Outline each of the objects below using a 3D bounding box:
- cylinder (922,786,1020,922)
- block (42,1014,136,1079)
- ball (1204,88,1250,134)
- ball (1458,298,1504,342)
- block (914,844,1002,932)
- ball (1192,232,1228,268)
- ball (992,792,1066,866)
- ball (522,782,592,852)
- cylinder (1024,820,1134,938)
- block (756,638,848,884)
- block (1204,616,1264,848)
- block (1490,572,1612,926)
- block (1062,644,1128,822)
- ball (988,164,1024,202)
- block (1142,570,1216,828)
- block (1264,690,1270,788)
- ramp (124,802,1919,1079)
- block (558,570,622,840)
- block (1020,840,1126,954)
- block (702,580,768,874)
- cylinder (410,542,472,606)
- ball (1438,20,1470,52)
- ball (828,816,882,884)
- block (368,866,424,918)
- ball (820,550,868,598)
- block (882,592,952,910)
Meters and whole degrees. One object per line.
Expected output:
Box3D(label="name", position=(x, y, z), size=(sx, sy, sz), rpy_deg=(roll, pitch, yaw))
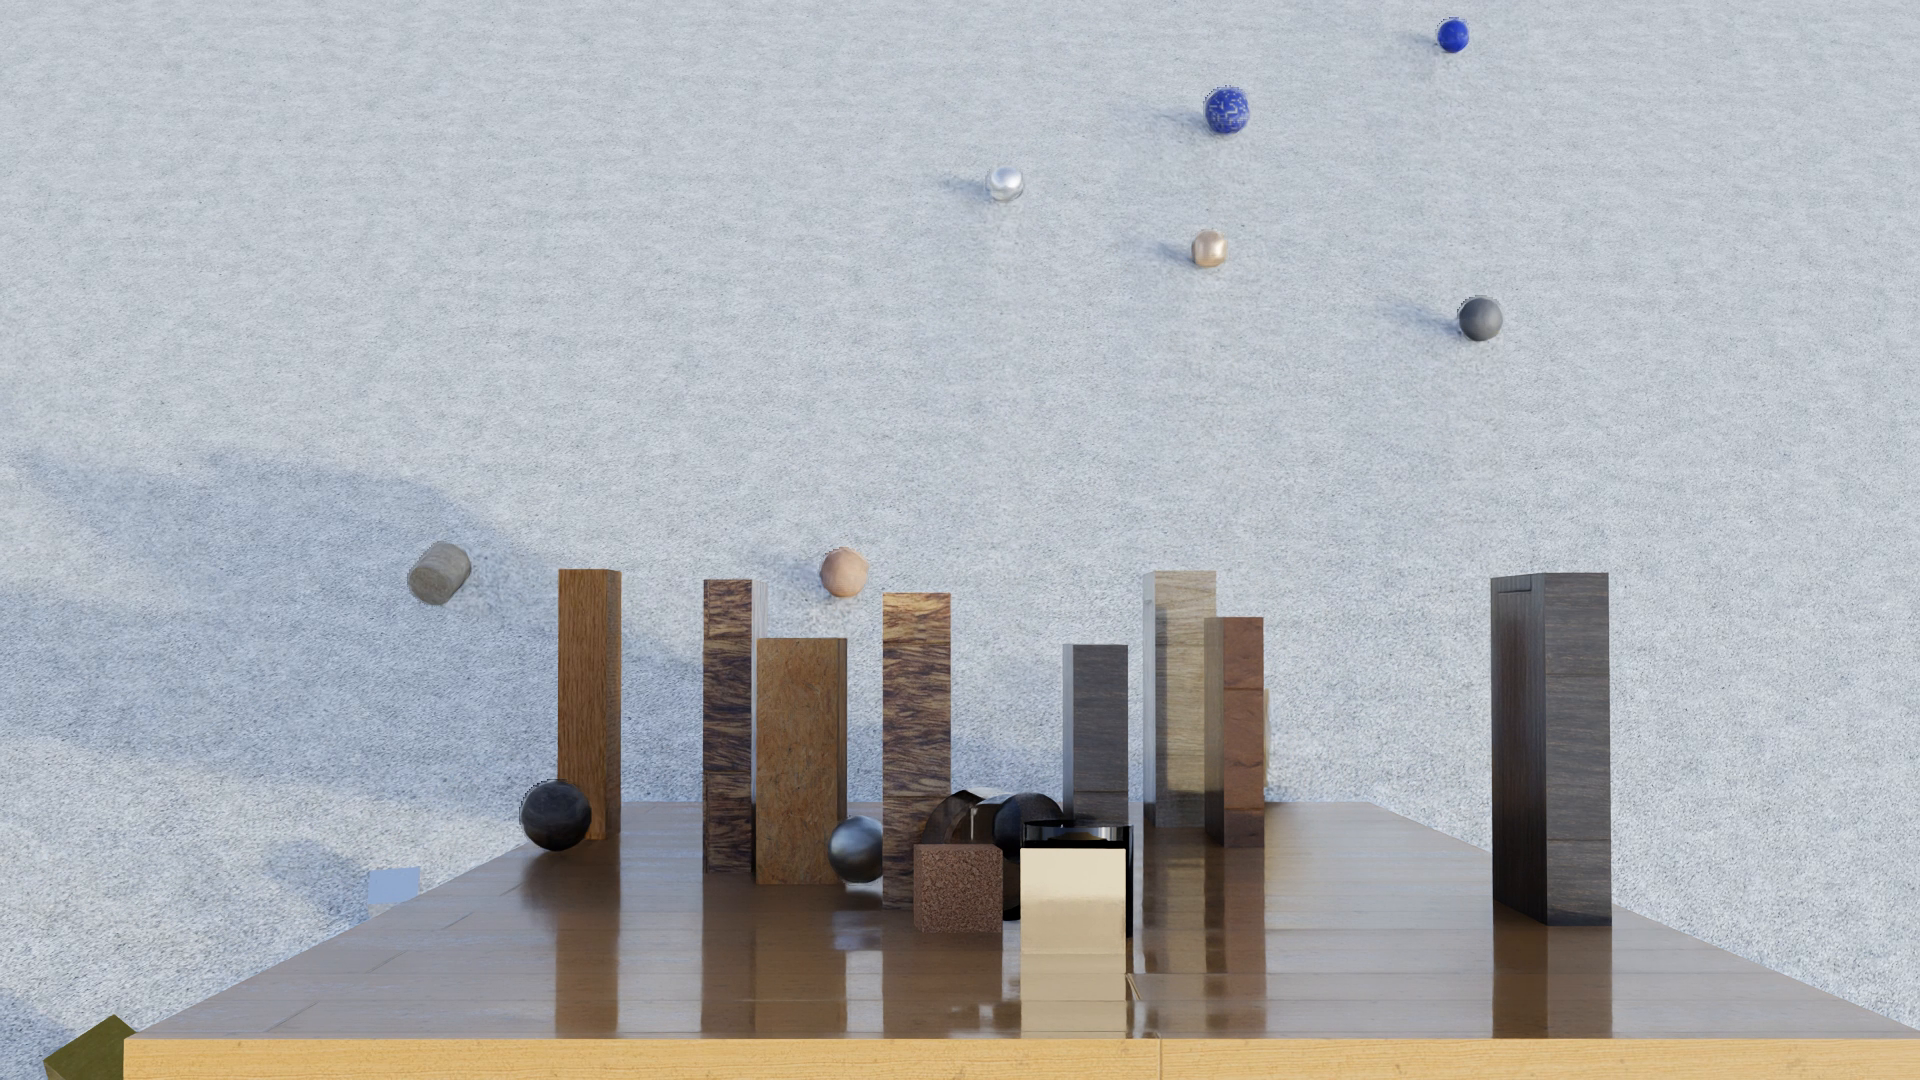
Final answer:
Box3D(label="cylinder", position=(0.055, 0.495, 4.118), size=(0.196, 0.196, 0.196), rpy_deg=(-9, 0, -13))
Box3D(label="block", position=(-1.970, 1.266, 6.028), size=(0.192, 0.192, 0.192), rpy_deg=(27, 43, 32))
Box3D(label="ball", position=(1.046, -1.673, 10.147), size=(0.179, 0.179, 0.179), rpy_deg=(0, 36, 0))
Box3D(label="ball", position=(1.782, -0.754, 8.888), size=(0.149, 0.149, 0.149), rpy_deg=(0, 36, 0))
Box3D(label="block", position=(-0.004, 0.527, 3.940), size=(0.122, 0.122, 0.122), rpy_deg=(0, -2, -7))
Box3D(label="ball", position=(0.894, -1.039, 9.302), size=(0.131, 0.131, 0.131), rpy_deg=(0, 36, 0))
Box3D(label="ball", position=(0.106, 0.442, 3.972), size=(0.115, 0.115, 0.115), rpy_deg=(0, 36, 0))
Box3D(label="ball", position=(-0.827, 0.566, 5.324), size=(0.142, 0.142, 0.142), rpy_deg=(0, 36, 0))
Box3D(label="cylinder", position=(0.175, 0.502, 3.850), size=(0.164, 0.164, 0.164), rpy_deg=(0, -2, 0))
Box3D(label="block", position=(-0.291, 0.401, 4.832), size=(0.144, 0.437, 0.409), rpy_deg=(0, -2, 0))
Box3D(label="block", position=(0.591, 0.407, 5.627), size=(0.084, 0.479, 0.433), rpy_deg=(0, -2, 0))
Box3D(label="block", position=(0.944, 0.326, 4.173), size=(0.099, 0.539, 0.408), rpy_deg=(0, -2, 0))
Box3D(label="block", position=(0.213, 0.380, 4.142), size=(0.083, 0.429, 0.410), rpy_deg=(0, -2, 0))
Box3D(label="ball", position=(0.172, -1.331, 9.703), size=(0.139, 0.139, 0.139), rpy_deg=(0, 36, 0))
Box3D(label="block", position=(0.519, 0.372, 6.177), size=(0.141, 0.589, 0.411), rpy_deg=(0, -2, 0))
Box3D(label="block", position=(0.739, 0.534, 7.037), size=(0.189, 0.189, 0.189), rpy_deg=(1, 34, 10))
Box3D(label="ramp", position=(0.078, 0.670, 4.860), size=(2.000, 0.100, 4.000), rpy_deg=(0, -2, 0))
Box3D(label="block", position=(-0.815, 0.359, 5.724), size=(0.105, 0.584, 0.240), rpy_deg=(0, -2, 0))
Box3D(label="block", position=(0.160, 0.506, 3.695), size=(0.146, 0.146, 0.146), rpy_deg=(0, -2, 2))
Box3D(label="block", position=(-0.434, 0.353, 5.042), size=(0.090, 0.546, 0.404), rpy_deg=(0, -2, 0))
Box3D(label="cylinder", position=(-1.539, 0.101, 7.700), size=(0.135, 0.135, 0.135), rpy_deg=(10, 35, 13))
Box3D(label="ball", position=(2.045, -2.085, 10.762), size=(0.134, 0.134, 0.134), rpy_deg=(0, 36, 0))
Box3D(label="ball", position=(-0.176, 0.547, 4.583), size=(0.117, 0.117, 0.117), rpy_deg=(0, 36, 0))
Box3D(label="block", position=(-1.424, 0.919, 6.571), size=(0.124, 0.124, 0.124), rpy_deg=(-4, 36, -5))
Box3D(label="ball", position=(-0.343, 0.101, 7.700), size=(0.142, 0.142, 0.142), rpy_deg=(0, 36, 0))
Box3D(label="block", position=(-0.070, 0.347, 4.384), size=(0.110, 0.512, 0.351), rpy_deg=(0, -2, 0))
